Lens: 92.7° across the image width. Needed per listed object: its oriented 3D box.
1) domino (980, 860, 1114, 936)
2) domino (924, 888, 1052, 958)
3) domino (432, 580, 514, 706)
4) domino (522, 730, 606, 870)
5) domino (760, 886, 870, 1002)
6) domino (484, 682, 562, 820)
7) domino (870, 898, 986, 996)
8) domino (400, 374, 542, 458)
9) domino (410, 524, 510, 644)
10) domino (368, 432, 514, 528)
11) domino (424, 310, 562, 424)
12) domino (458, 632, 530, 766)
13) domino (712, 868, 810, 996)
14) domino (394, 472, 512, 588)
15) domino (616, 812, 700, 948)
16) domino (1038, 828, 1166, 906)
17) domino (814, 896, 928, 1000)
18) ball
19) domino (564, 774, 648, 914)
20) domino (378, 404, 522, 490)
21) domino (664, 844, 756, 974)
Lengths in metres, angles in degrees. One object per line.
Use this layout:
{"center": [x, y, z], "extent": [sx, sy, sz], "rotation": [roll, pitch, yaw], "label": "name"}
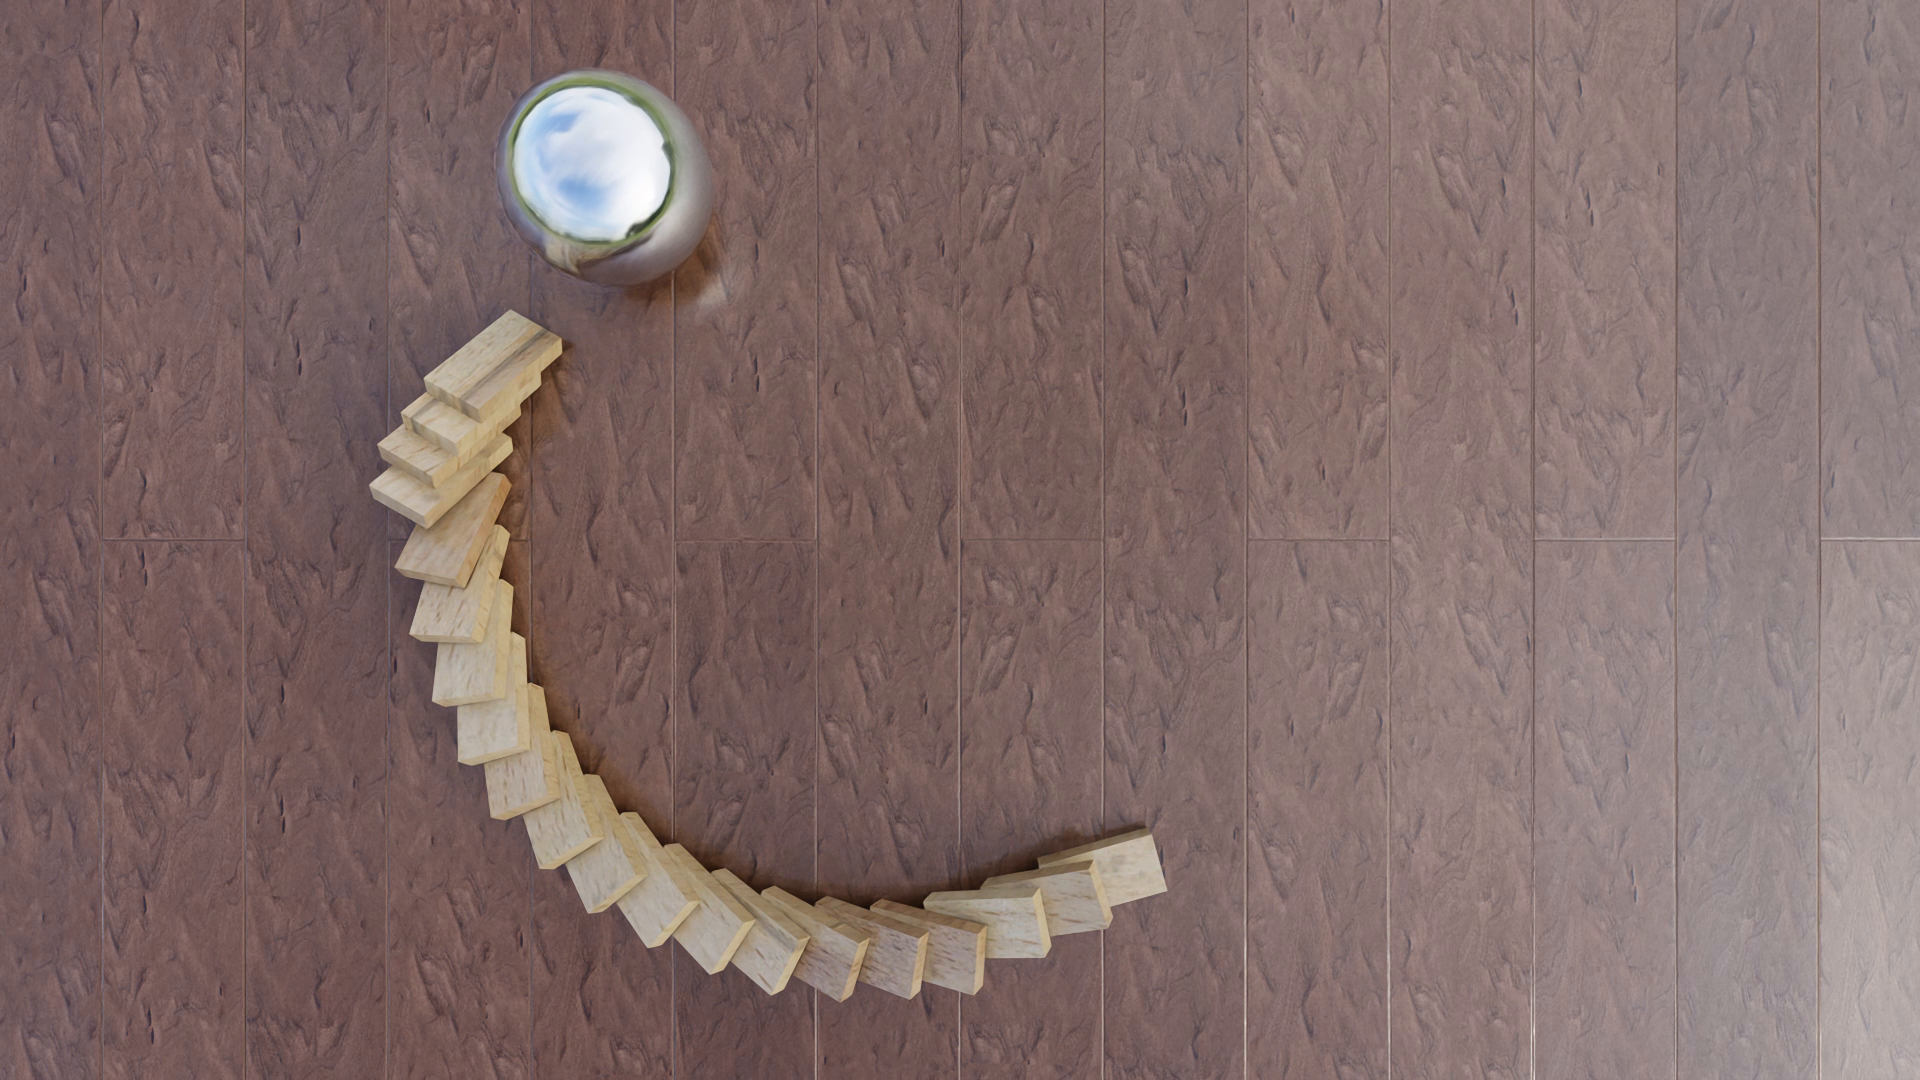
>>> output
{"center": [0.036, 0.152, 0.386], "extent": [0.050, 0.009, 0.025], "rotation": [-18, 89, 22], "label": "domino"}
{"center": [0.011, 0.162, 0.386], "extent": [0.050, 0.010, 0.025], "rotation": [-11, 90, 22], "label": "domino"}
{"center": [-0.204, 0.043, 0.385], "extent": [0.025, 0.010, 0.050], "rotation": [-8, 66, 0], "label": "domino"}
{"center": [-0.171, 0.109, 0.385], "extent": [0.025, 0.010, 0.050], "rotation": [-32, 66, 0], "label": "domino"}
{"center": [-0.065, 0.169, 0.386], "extent": [0.050, 0.010, 0.025], "rotation": [18, 90, 24], "label": "domino"}
{"center": [-0.186, 0.088, 0.385], "extent": [0.025, 0.010, 0.050], "rotation": [-22, 66, 0], "label": "domino"}
{"center": [-0.014, 0.170, 0.385], "extent": [0.050, 0.009, 0.025], "rotation": [4, 90, 24], "label": "domino"}
{"center": [-0.202, -0.059, 0.381], "extent": [0.025, 0.009, 0.050], "rotation": [29, 52, 0], "label": "domino"}
{"center": [-0.210, 0.018, 0.386], "extent": [0.025, 0.010, 0.050], "rotation": [2, 66, 0], "label": "domino"}
{"center": [-0.214, -0.030, 0.381], "extent": [0.025, 0.009, 0.050], "rotation": [30, 52, 0], "label": "domino"}
{"center": [-0.193, -0.073, 0.381], "extent": [0.025, 0.009, 0.050], "rotation": [29, 53, 0], "label": "domino"}
{"center": [-0.196, 0.066, 0.385], "extent": [0.025, 0.009, 0.050], "rotation": [-15, 66, 0], "label": "domino"}
{"center": [-0.089, 0.164, 0.385], "extent": [0.050, 0.010, 0.025], "rotation": [27, 90, 24], "label": "domino"}
{"center": [-0.212, -0.006, 0.385], "extent": [0.025, 0.009, 0.050], "rotation": [11, 64, 0], "label": "domino"}
{"center": [-0.134, 0.142, 0.385], "extent": [0.050, 0.010, 0.025], "rotation": [42, 90, 24], "label": "domino"}
{"center": [0.061, 0.144, 0.395], "extent": [0.050, 0.009, 0.025], "rotation": [-16, 90, 0], "label": "domino"}
{"center": [-0.039, 0.171, 0.386], "extent": [0.050, 0.010, 0.025], "rotation": [9, 90, 24], "label": "domino"}
{"center": [-0.138, -0.141, 0.360], "extent": [0.080, 0.080, 0.080], "rotation": [0, 90, 0], "label": "ball"}
{"center": [-0.154, 0.127, 0.385], "extent": [0.025, 0.009, 0.050], "rotation": [-39, 66, 1], "label": "domino"}
{"center": [-0.211, -0.046, 0.381], "extent": [0.025, 0.009, 0.050], "rotation": [30, 52, 0], "label": "domino"}
{"center": [-0.112, 0.154, 0.385], "extent": [0.050, 0.009, 0.025], "rotation": [33, 90, 24], "label": "domino"}
